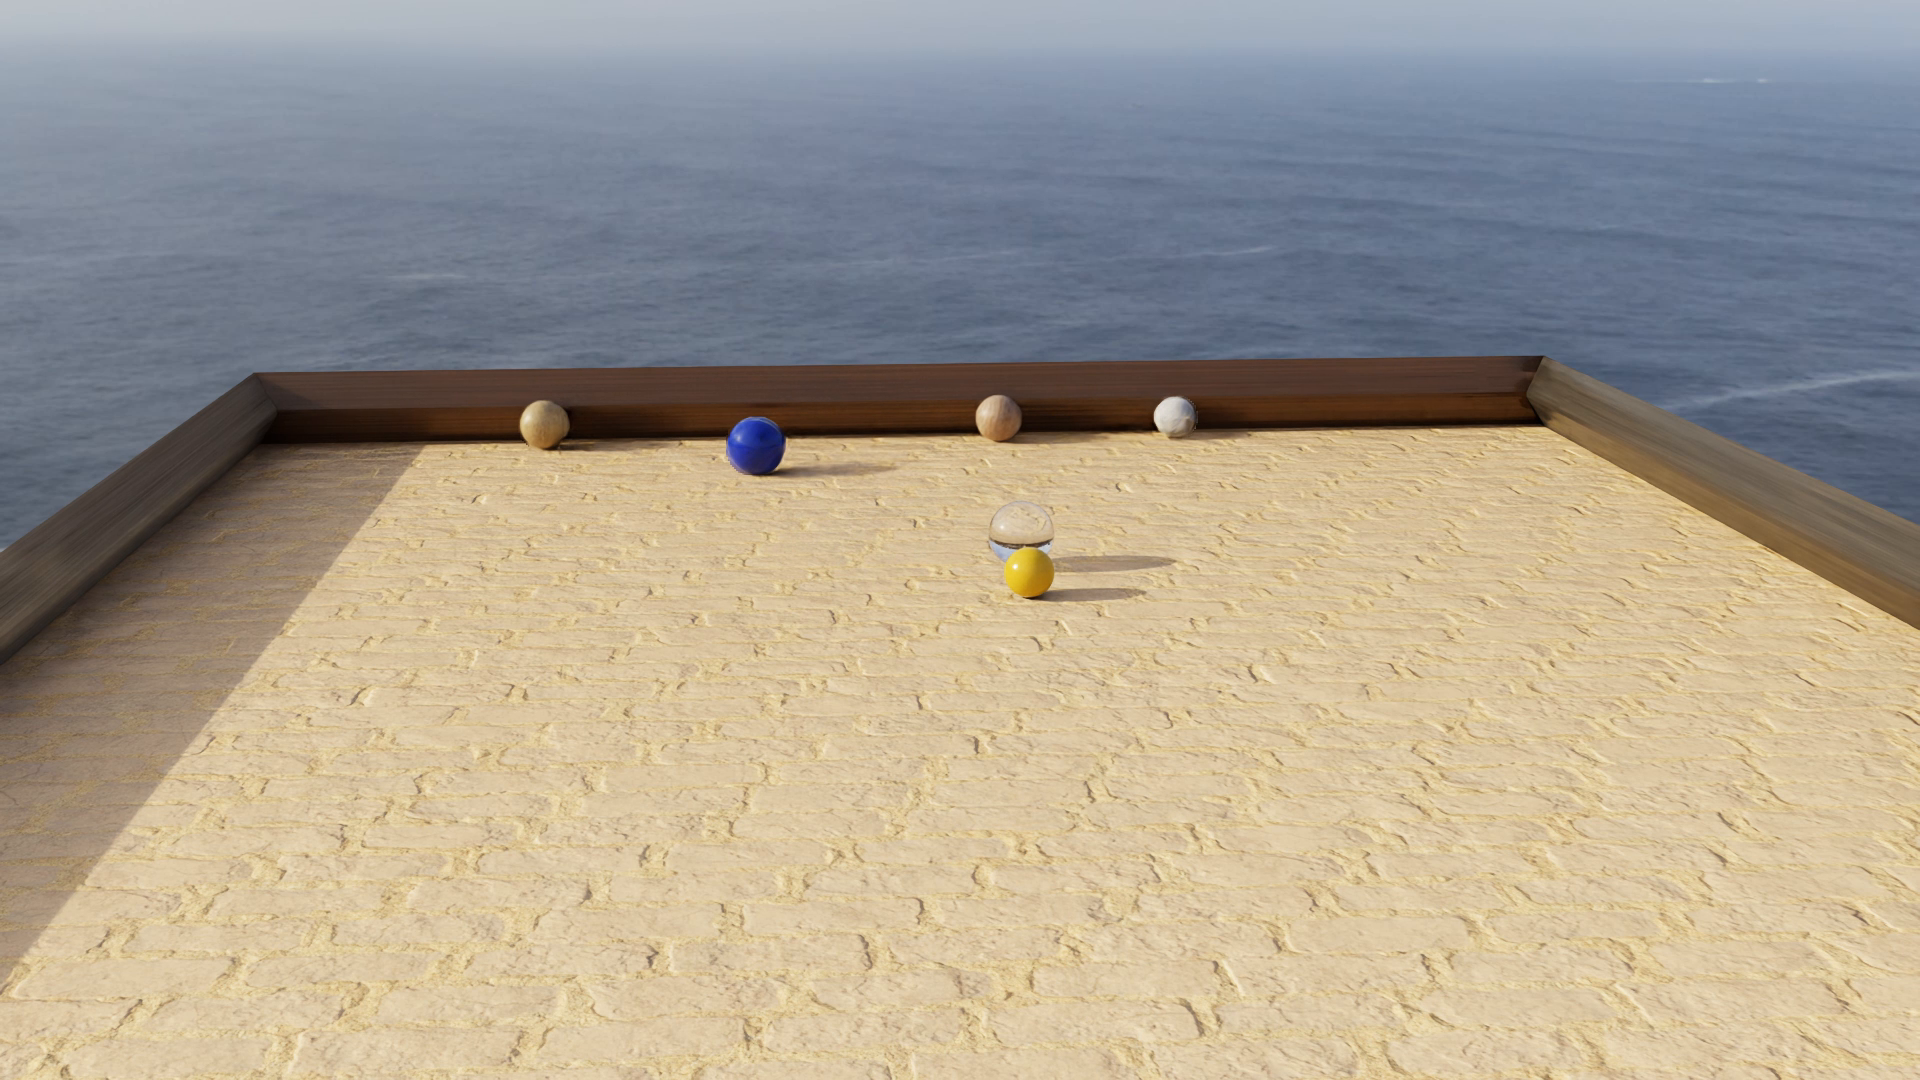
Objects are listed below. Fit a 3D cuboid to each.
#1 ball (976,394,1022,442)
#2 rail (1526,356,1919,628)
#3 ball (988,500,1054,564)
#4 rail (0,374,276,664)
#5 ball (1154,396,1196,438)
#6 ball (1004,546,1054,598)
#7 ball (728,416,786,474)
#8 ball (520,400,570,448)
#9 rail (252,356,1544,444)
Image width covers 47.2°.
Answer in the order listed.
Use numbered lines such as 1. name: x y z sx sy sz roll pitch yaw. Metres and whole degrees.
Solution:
1. ball: 0.068 -0.213 3.832 0.081 0.081 0.081 0 14 0
2. rail: 1.194 0.183 2.110 0.045 0.123 3.875 -1 14 -5
3. ball: 0.083 -0.008 2.970 0.090 0.090 0.090 0 14 0
4. rail: -1.033 0.227 1.929 0.045 0.123 3.875 -1 14 -5
5. ball: 0.378 -0.216 3.866 0.073 0.073 0.073 0 14 0
6. ball: 0.089 0.042 2.821 0.065 0.065 0.065 0 14 0
7. ball: -0.329 -0.153 3.559 0.095 0.095 0.095 0 14 0
8. ball: -0.711 -0.198 3.767 0.084 0.084 0.084 0 14 0
9. rail: -0.079 -0.245 3.872 2.283 0.123 0.045 -1 14 -5
